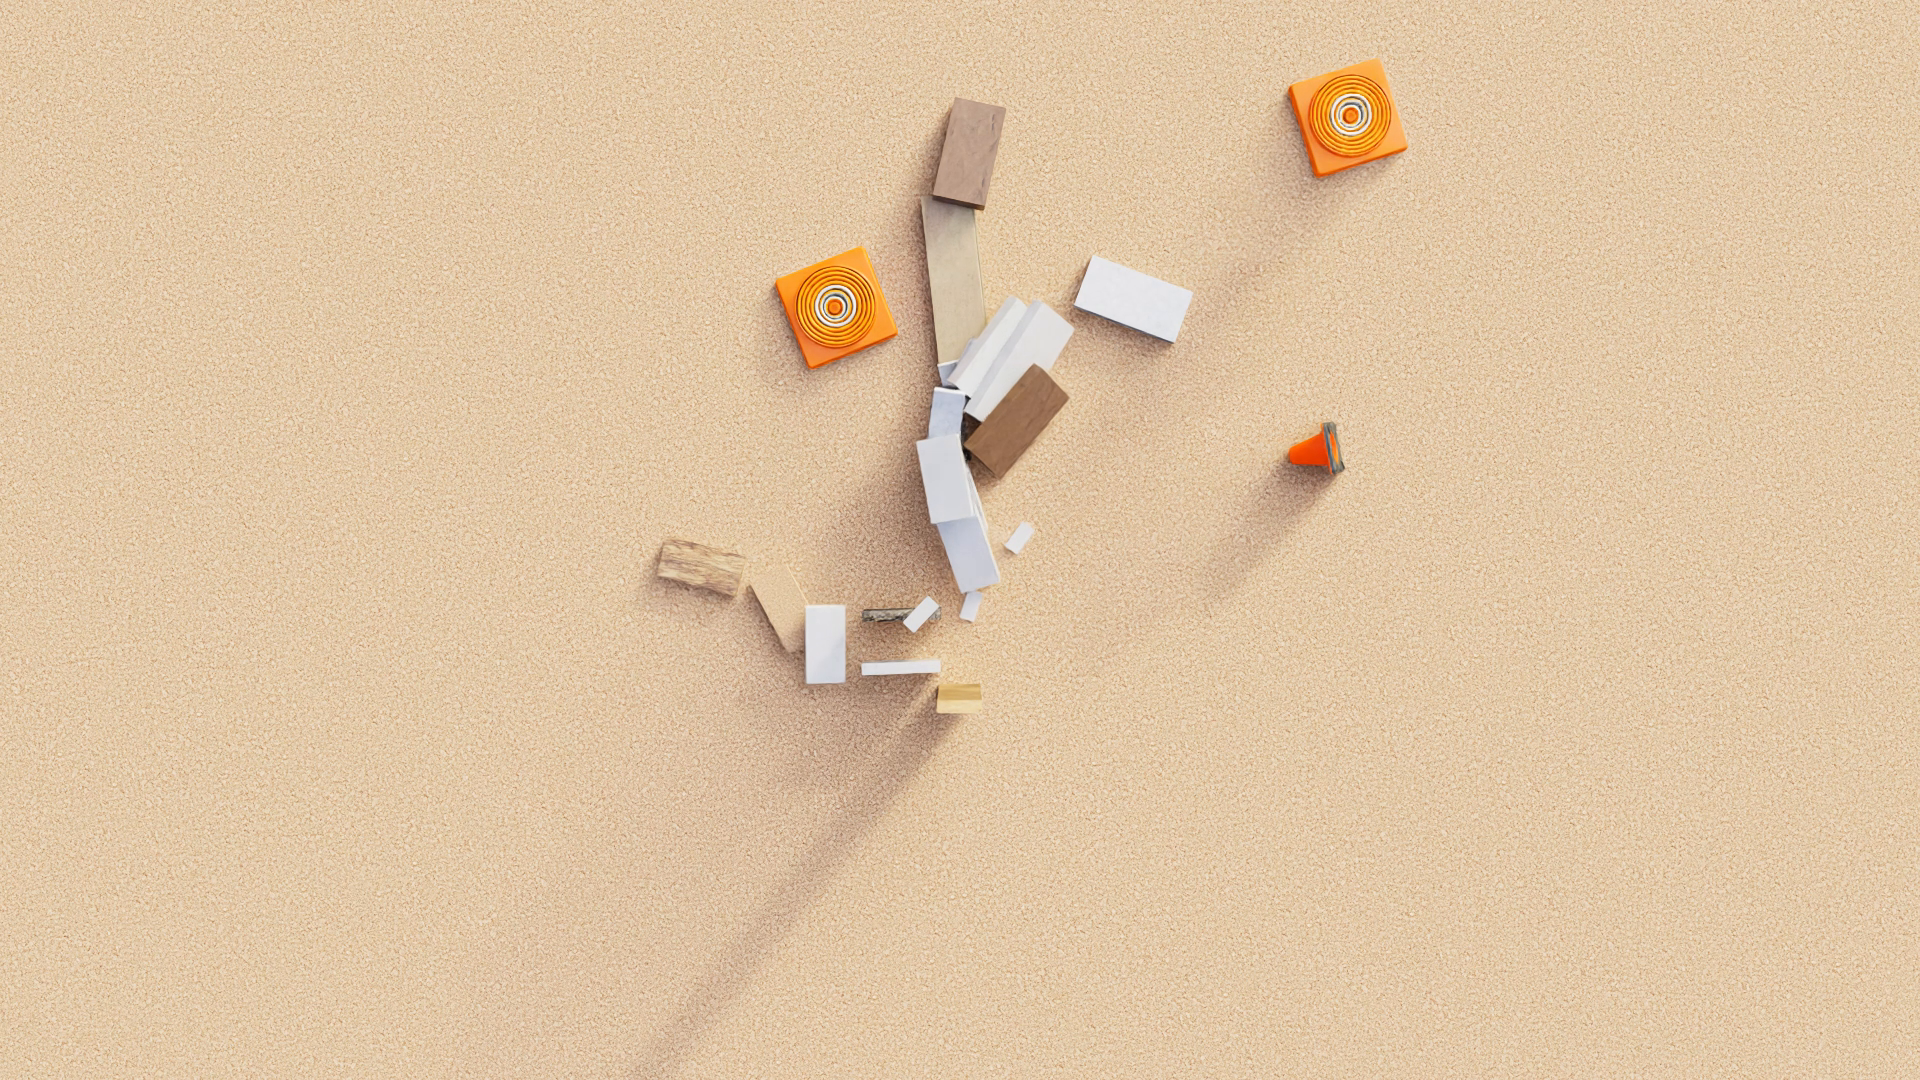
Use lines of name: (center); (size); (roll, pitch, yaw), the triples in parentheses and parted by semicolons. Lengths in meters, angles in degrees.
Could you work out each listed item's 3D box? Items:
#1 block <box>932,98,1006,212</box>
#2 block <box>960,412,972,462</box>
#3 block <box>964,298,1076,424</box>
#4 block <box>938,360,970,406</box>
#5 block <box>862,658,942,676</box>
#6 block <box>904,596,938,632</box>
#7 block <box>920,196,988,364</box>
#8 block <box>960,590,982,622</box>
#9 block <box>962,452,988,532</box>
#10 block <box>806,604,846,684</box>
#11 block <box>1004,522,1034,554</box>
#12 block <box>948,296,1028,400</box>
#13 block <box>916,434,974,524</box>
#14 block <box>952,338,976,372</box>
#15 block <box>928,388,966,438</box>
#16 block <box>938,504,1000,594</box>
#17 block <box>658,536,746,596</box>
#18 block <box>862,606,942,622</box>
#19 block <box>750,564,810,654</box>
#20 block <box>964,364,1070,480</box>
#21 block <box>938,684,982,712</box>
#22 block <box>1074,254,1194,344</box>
block: (0.032, -1.275, 5.446); (0.174, 0.049, 0.348); (12, 80, 0)
block: (-0.028, -0.356, 5.449); (0.102, 0.029, 0.204); (-9, 103, 2)
block: (0.197, -0.561, 5.423); (0.177, 0.050, 0.433); (32, 90, -41)
block: (-0.017, -0.513, 5.458); (0.079, 0.022, 0.158); (-14, 114, 0)
block: (-0.192, 0.417, 5.436); (0.257, 0.128, 0.036); (-2, 90, 0)
block: (-0.127, 0.242, 5.365); (0.050, 0.014, 0.119); (43, 90, 0)
block: (-0.012, -0.854, 5.475); (0.174, 0.049, 0.582); (-6, 90, 0)
block: (0.038, 0.218, 5.493); (0.050, 0.014, 0.101); (18, 90, 0)
block: (-0.014, -0.142, 5.432); (0.136, 0.039, 0.273); (-16, 102, 9)
block: (-0.444, 0.344, 5.450); (0.128, 0.036, 0.257); (-1, 101, -6)
block: (0.199, -0.007, 5.493); (0.050, 0.014, 0.101); (36, 90, 0)
block: (0.125, -0.610, 5.416); (0.174, 0.049, 0.348); (39, 86, -40)
block: (-0.049, -0.199, 5.365); (0.136, 0.039, 0.273); (-11, 89, 9)
block: (0.032, -0.576, 5.420); (0.079, 0.022, 0.158); (28, 92, -32)
block: (-0.046, -0.392, 5.388); (0.102, 0.029, 0.204); (8, 116, 0)
block: (0.026, 0.028, 5.432); (0.136, 0.039, 0.273); (-17, 103, 9)
block: (-0.857, 0.086, 5.481); (0.268, 0.038, 0.134); (15, 90, 0)
block: (-0.191, 0.245, 5.436); (0.256, 0.128, 0.036); (-2, 90, 0)
block: (-0.573, 0.228, 5.481); (0.134, 0.038, 0.268); (-29, 90, 0)
block: (0.188, -0.389, 5.422); (0.355, 0.050, 0.177); (-50, 131, 0)
block: (-0.001, 0.499, 5.219); (0.134, 0.561, 0.038); (0, 90, 0)
block: (0.574, -0.797, 5.475); (0.355, 0.050, 0.177); (21, 90, 0)
